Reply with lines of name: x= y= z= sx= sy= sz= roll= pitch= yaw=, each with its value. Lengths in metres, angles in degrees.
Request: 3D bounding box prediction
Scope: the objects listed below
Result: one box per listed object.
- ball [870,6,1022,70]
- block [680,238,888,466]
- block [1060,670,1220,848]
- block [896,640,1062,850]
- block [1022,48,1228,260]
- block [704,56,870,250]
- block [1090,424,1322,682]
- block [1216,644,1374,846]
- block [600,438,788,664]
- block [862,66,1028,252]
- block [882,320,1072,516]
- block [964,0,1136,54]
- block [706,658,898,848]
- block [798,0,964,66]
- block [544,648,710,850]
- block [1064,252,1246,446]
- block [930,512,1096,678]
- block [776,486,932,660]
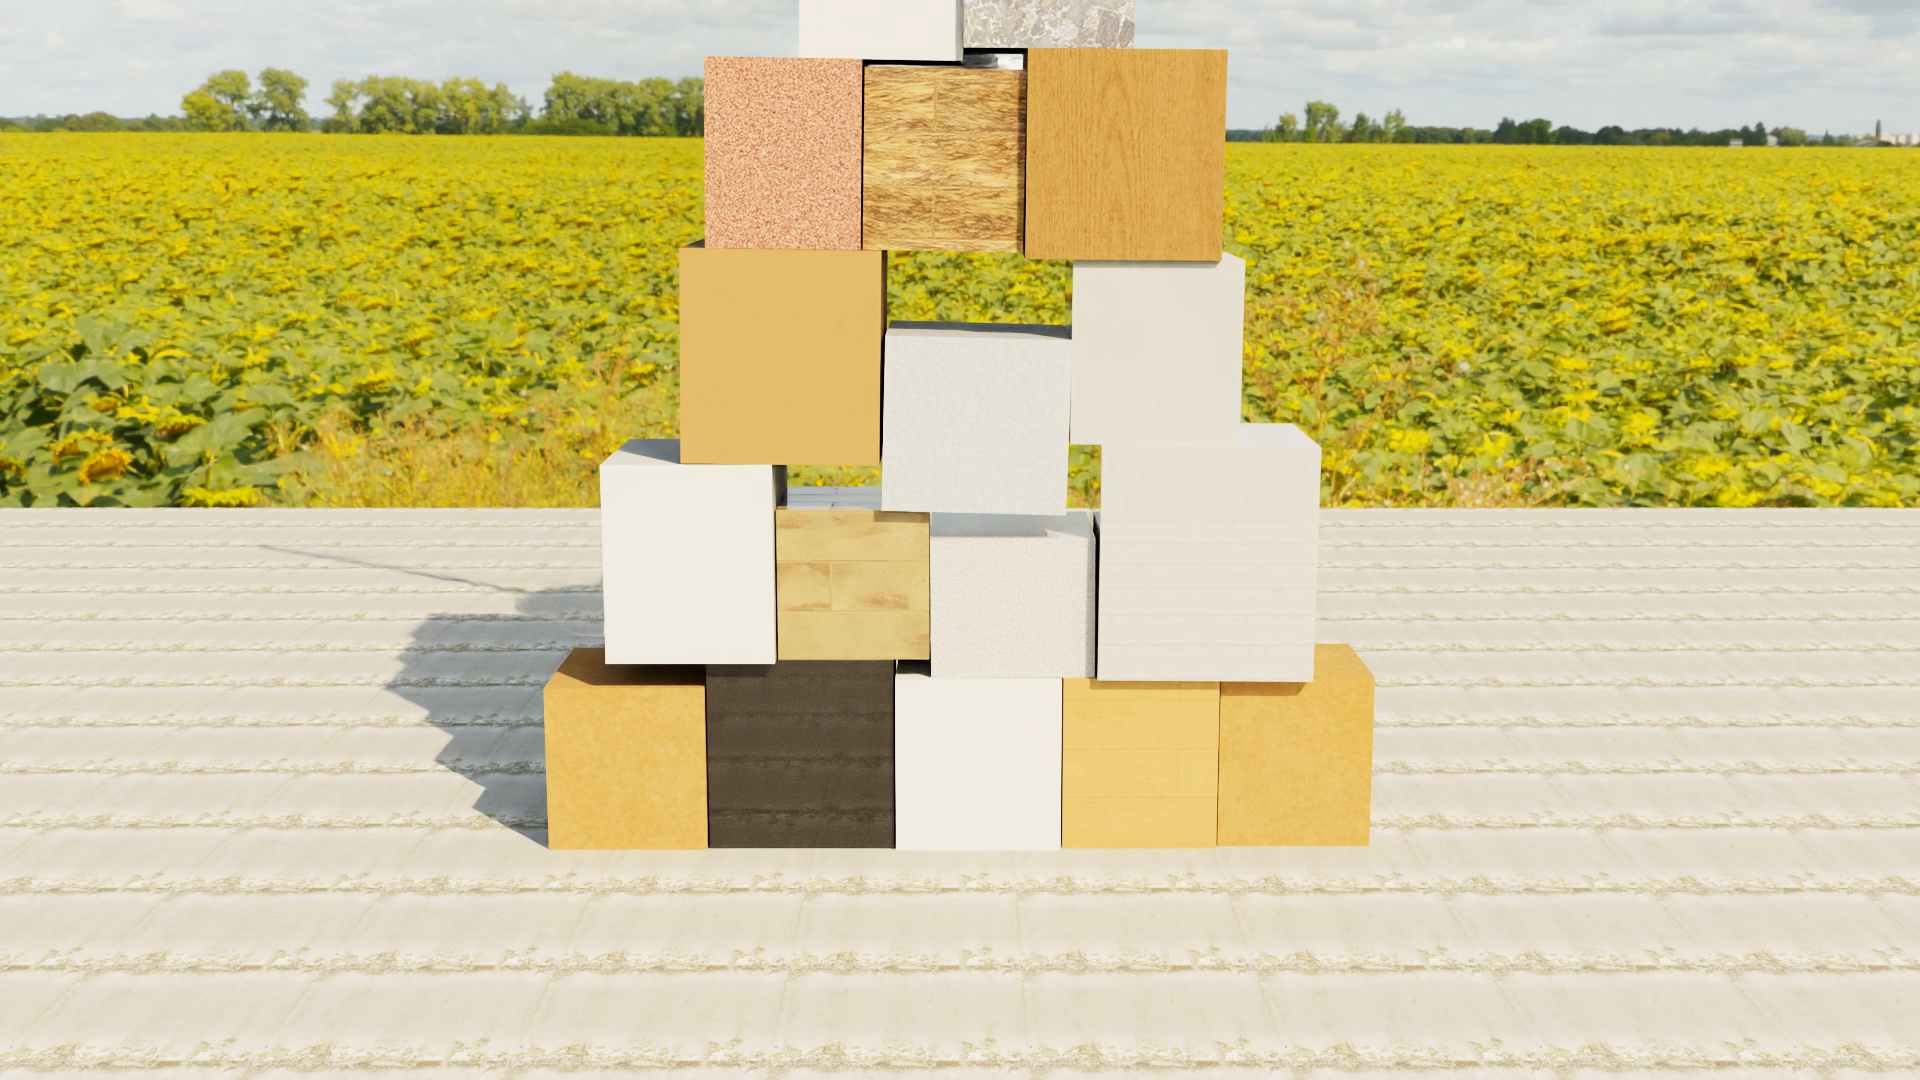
ball: x=0.000 y=-2.587 z=12.818 sx=1.600 sy=1.600 sz=1.600 roll=0 pitch=10 yaw=0
block: x=-0.863 y=-0.960 z=11.024 sx=0.960 sy=1.034 sz=0.974 roll=1 pitch=10 yaw=0
block: x=0.900 y=1.042 z=11.387 sx=0.773 sy=0.877 sz=0.855 roll=0 pitch=10 yaw=0
block: x=0.092 y=1.045 z=11.374 sx=0.823 sy=0.873 sz=0.889 roll=0 pitch=10 yaw=0
block: x=0.784 y=-1.899 z=10.833 sx=0.938 sy=0.985 sz=0.868 roll=0 pitch=10 yaw=0
block: x=-0.840 y=-1.906 z=10.838 sx=0.741 sy=0.894 sz=0.850 roll=1 pitch=10 yaw=0
block: x=1.213 y=0.040 z=11.190 sx=1.061 sy=1.163 sz=0.924 roll=0 pitch=10 yaw=0
block: x=1.679 y=1.046 z=11.369 sx=0.764 sy=0.874 sz=0.753 roll=0 pitch=10 yaw=0
block: x=-1.325 y=0.038 z=11.175 sx=0.830 sy=0.985 sz=0.950 roll=0 pitch=10 yaw=0
block: x=-0.074 y=-1.876 z=10.843 sx=0.768 sy=0.860 sz=0.768 roll=1 pitch=10 yaw=0
block: x=0.079 y=-0.632 z=11.077 sx=0.898 sy=0.852 sz=0.914 roll=2 pitch=10 yaw=0
block: x=0.421 y=-2.791 z=10.657 sx=0.801 sy=0.828 sz=0.814 roll=0 pitch=10 yaw=0
block: x=-0.793 y=1.001 z=11.349 sx=0.926 sy=0.970 sz=0.802 roll=0 pitch=10 yaw=0
block: x=-0.368 y=-2.780 z=10.694 sx=0.771 sy=0.892 sz=0.773 roll=1 pitch=10 yaw=0
block: x=-1.663 y=1.064 z=11.390 sx=0.795 sy=0.831 sz=0.891 roll=0 pitch=10 yaw=0
block: x=0.951 y=-0.971 z=10.986 sx=0.824 sy=0.894 sz=0.765 roll=0 pitch=10 yaw=0
block: x=0.261 y=0.267 z=11.241 sx=0.810 sy=0.701 sz=0.793 roll=0 pitch=10 yaw=0
block: x=-0.526 y=0.155 z=11.193 sx=0.748 sy=0.749 sz=0.748 roll=0 pitch=10 yaw=0
